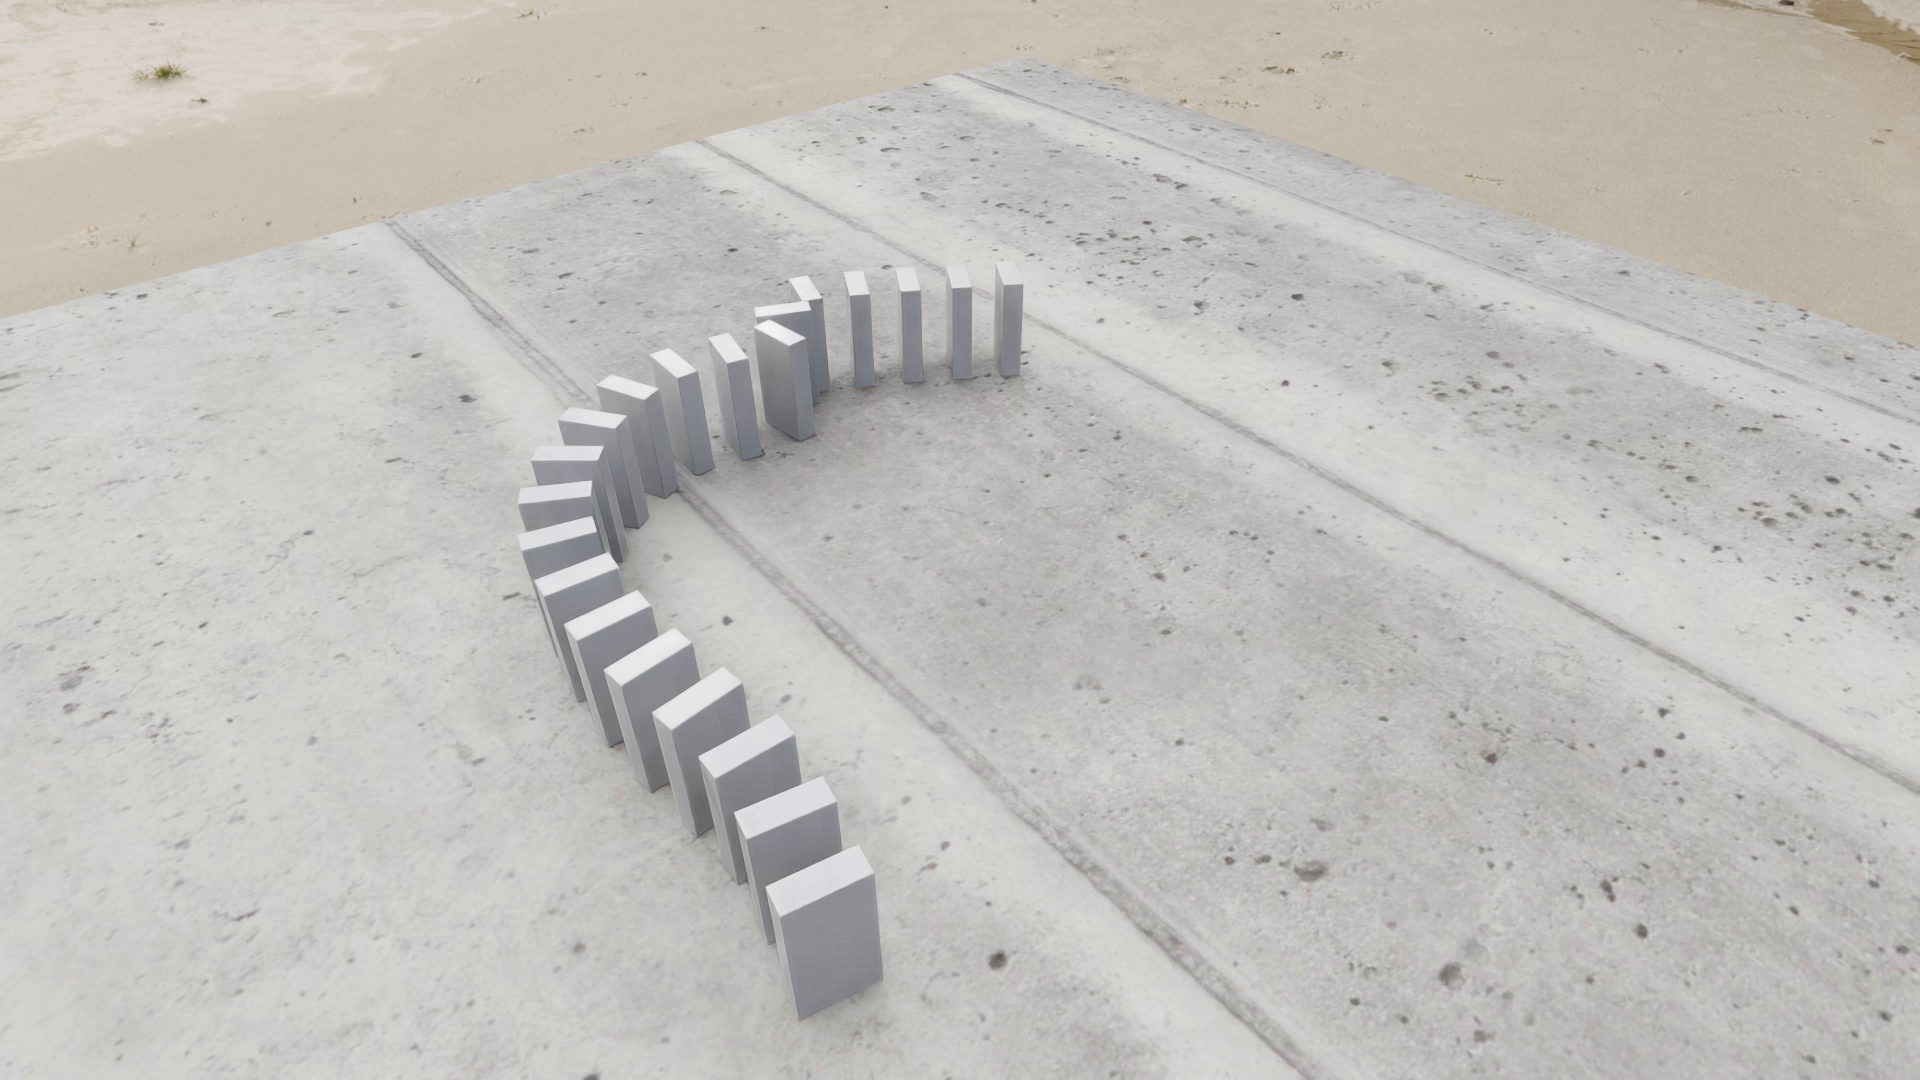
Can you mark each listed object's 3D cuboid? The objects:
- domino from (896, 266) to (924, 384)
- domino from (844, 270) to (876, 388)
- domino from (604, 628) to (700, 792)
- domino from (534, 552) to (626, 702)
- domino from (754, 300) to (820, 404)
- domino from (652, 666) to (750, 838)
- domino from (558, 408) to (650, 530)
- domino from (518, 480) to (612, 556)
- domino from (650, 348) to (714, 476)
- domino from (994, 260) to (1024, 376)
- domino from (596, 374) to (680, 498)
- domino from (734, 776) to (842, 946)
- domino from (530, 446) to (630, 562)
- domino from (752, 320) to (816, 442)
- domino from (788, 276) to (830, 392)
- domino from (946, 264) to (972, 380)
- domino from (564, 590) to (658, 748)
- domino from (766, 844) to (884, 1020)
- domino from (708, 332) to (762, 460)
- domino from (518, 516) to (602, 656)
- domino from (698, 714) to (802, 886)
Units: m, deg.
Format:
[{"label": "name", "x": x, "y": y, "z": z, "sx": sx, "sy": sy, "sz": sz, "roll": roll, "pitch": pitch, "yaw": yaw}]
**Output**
[{"label": "domino", "x": -0.025, "y": -0.105, "z": 0.540, "sx": 0.009, "sy": 0.050, "sz": 0.025, "roll": -5, "pitch": 40, "yaw": -7}, {"label": "domino", "x": -0.049, "y": -0.103, "z": 0.537, "sx": 0.009, "sy": 0.050, "sz": 0.025, "roll": -7, "pitch": 40, "yaw": -9}, {"label": "domino", "x": -0.093, "y": 0.054, "z": 0.346, "sx": 0.010, "sy": 0.050, "sz": 0.025, "roll": 31, "pitch": 49, "yaw": 32}, {"label": "domino", "x": -0.125, "y": 0.030, "z": 0.374, "sx": 0.025, "sy": 0.050, "sz": 0.009, "roll": -24, "pitch": 45, "yaw": -26}, {"label": "domino", "x": -0.081, "y": -0.086, "z": 0.516, "sx": 0.025, "sy": 0.050, "sz": 0.009, "roll": -10, "pitch": 40, "yaw": -12}, {"label": "domino", "x": -0.076, "y": 0.065, "z": 0.333, "sx": 0.009, "sy": 0.050, "sz": 0.025, "roll": 31, "pitch": 48, "yaw": 32}, {"label": "domino", "x": -0.144, "y": -0.029, "z": 0.446, "sx": 0.025, "sy": 0.050, "sz": 0.010, "roll": 9, "pitch": 40, "yaw": 11}, {"label": "domino", "x": -0.145, "y": 0.002, "z": 0.409, "sx": 0.025, "sy": 0.050, "sz": 0.009, "roll": -7, "pitch": 40, "yaw": -8}, {"label": "domino", "x": -0.121, "y": -0.055, "z": 0.479, "sx": 0.009, "sy": 0.050, "sz": 0.025, "roll": -27, "pitch": 47, "yaw": -29}, {"label": "domino", "x": 0.024, "y": -0.109, "z": 0.545, "sx": 0.009, "sy": 0.050, "sz": 0.025, "roll": -5, "pitch": 40, "yaw": -6}, {"label": "domino", "x": -0.136, "y": -0.043, "z": 0.464, "sx": 0.025, "sy": 0.050, "sz": 0.009, "roll": 18, "pitch": 43, "yaw": 20}, {"label": "domino", "x": -0.045, "y": 0.089, "z": 0.303, "sx": 0.025, "sy": 0.050, "sz": 0.009, "roll": -19, "pitch": 43, "yaw": -22}, {"label": "domino", "x": -0.147, "y": -0.013, "z": 0.428, "sx": 0.025, "sy": 0.050, "sz": 0.010, "roll": 0, "pitch": 39, "yaw": 0}, {"label": "domino", "x": -0.080, "y": -0.072, "z": 0.499, "sx": 0.025, "sy": 0.050, "sz": 0.010, "roll": 31, "pitch": 48, "yaw": 32}, {"label": "domino", "x": -0.073, "y": -0.099, "z": 0.532, "sx": 0.009, "sy": 0.050, "sz": 0.025, "roll": -14, "pitch": 41, "yaw": -17}, {"label": "domino", "x": -0.001, "y": -0.107, "z": 0.542, "sx": 0.009, "sy": 0.050, "sz": 0.025, "roll": -5, "pitch": 40, "yaw": -6}, {"label": "domino", "x": -0.110, "y": 0.043, "z": 0.359, "sx": 0.025, "sy": 0.050, "sz": 0.009, "roll": -28, "pitch": 47, "yaw": -30}, {"label": "domino", "x": -0.034, "y": 0.103, "z": 0.286, "sx": 0.025, "sy": 0.050, "sz": 0.010, "roll": -20, "pitch": 43, "yaw": -22}, {"label": "domino", "x": -0.100, "y": -0.063, "z": 0.489, "sx": 0.009, "sy": 0.050, "sz": 0.025, "roll": -19, "pitch": 43, "yaw": -22}, {"label": "domino", "x": -0.137, "y": 0.017, "z": 0.391, "sx": 0.025, "sy": 0.050, "sz": 0.010, "roll": -16, "pitch": 42, "yaw": -19}, {"label": "domino", "x": -0.059, "y": 0.076, "z": 0.319, "sx": 0.025, "sy": 0.050, "sz": 0.009, "roll": -26, "pitch": 46, "yaw": -29}]
